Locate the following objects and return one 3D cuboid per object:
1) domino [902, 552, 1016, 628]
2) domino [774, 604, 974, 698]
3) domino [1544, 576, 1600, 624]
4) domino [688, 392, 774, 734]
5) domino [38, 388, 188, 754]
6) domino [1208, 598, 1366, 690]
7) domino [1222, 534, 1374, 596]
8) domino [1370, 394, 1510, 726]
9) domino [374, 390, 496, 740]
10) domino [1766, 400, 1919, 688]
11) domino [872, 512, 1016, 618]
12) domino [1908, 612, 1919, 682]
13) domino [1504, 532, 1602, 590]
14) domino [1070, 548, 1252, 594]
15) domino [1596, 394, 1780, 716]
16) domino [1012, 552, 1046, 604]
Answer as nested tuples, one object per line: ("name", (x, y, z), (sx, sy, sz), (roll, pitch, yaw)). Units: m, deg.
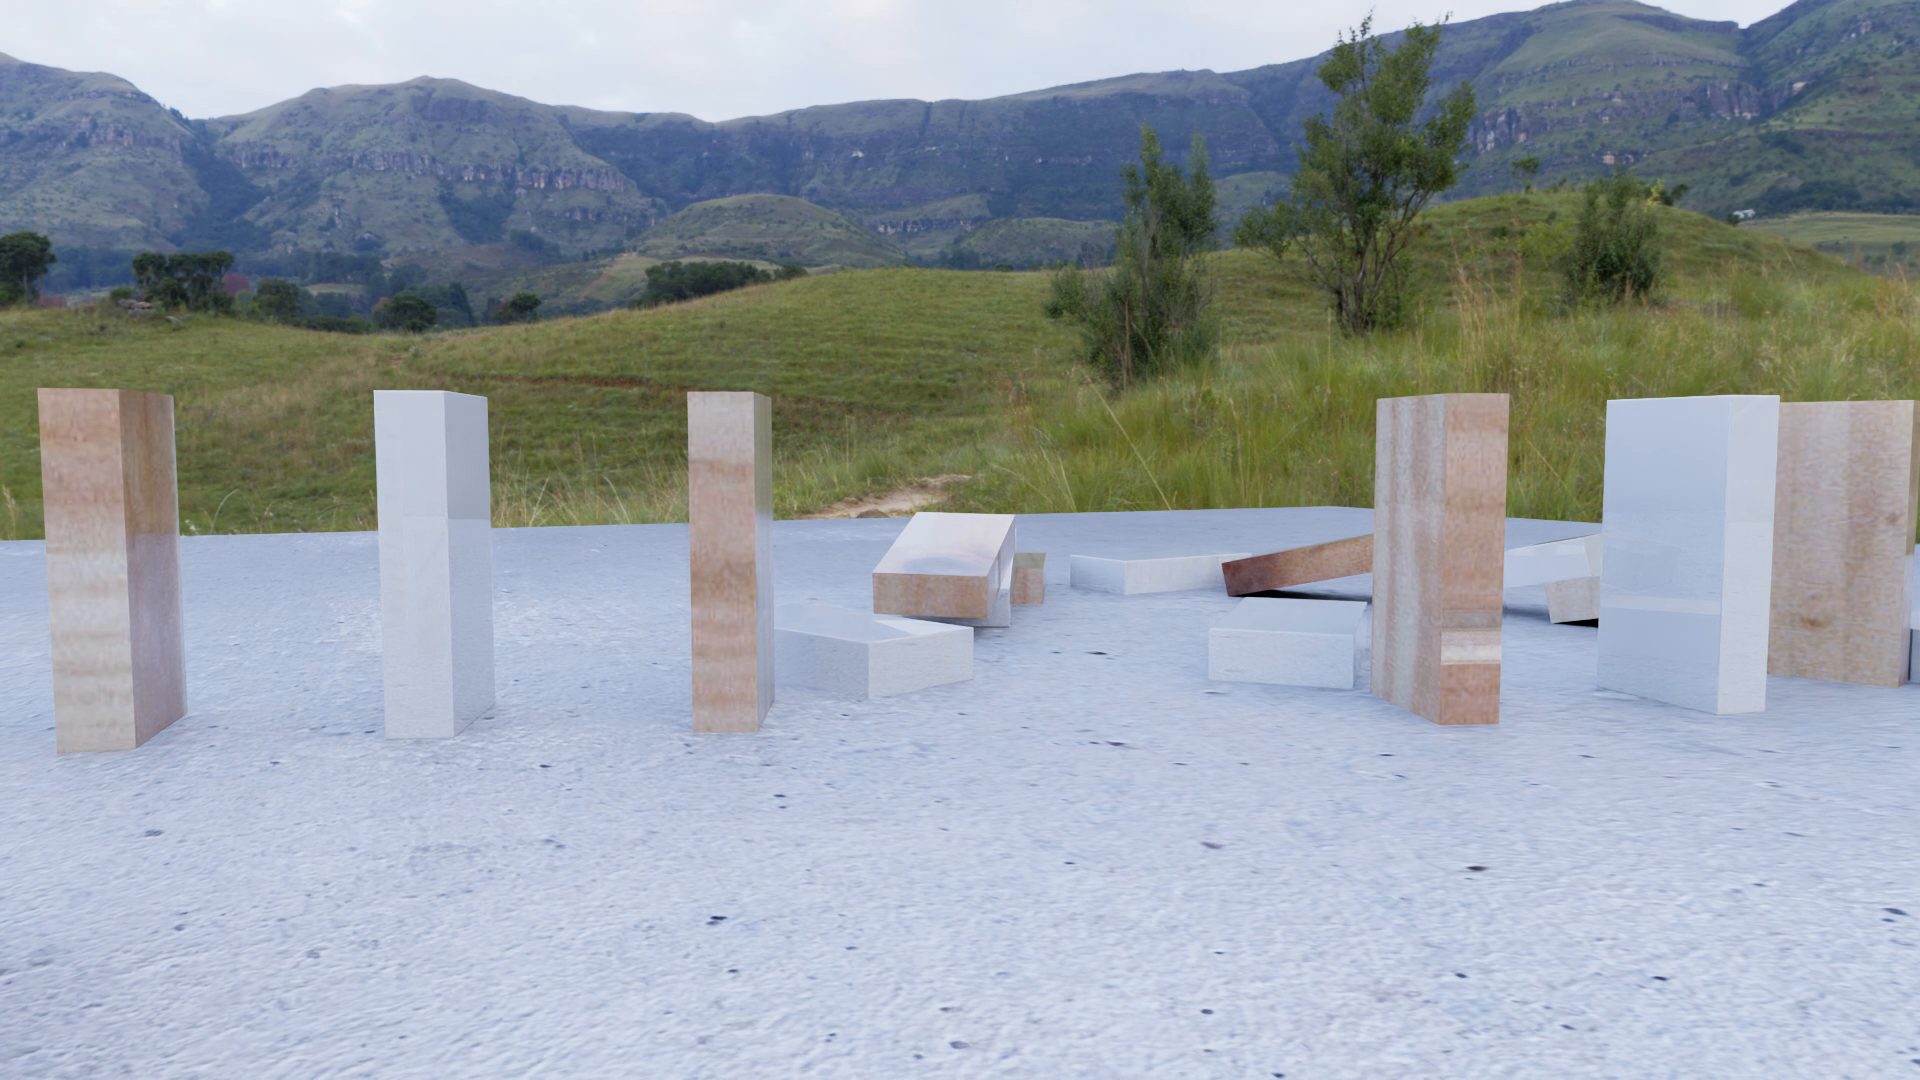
("domino", (0.001, 0.009, 0.321), (0.025, 0.009, 0.050), (0, 16, 4))
("domino", (-0.024, 0.020, 0.240), (0.050, 0.010, 0.025), (4, 6, 45))
("domino", (0.165, 0.011, 0.294), (0.025, 0.009, 0.050), (-4, -7, -40))
("domino", (-0.035, 0.003, 0.200), (0.009, 0.050, 0.025), (0, 4, -2))
("domino", (-0.123, 0.003, 0.188), (0.009, 0.050, 0.025), (-1, 4, -17))
("domino", (0.065, 0.019, 0.250), (0.025, 0.010, 0.050), (2, 5, 20))
("domino", (0.101, 0.006, 0.356), (0.050, 0.010, 0.025), (-12, -2, 30))
("domino", (0.076, 0.002, 0.205), (0.010, 0.050, 0.025), (0, 4, -6))
("domino", (-0.079, 0.003, 0.196), (0.009, 0.050, 0.025), (-1, 4, -7))
("domino", (0.158, 0.000, 0.234), (0.025, 0.050, 0.009), (4, 6, 44))
("domino", (-0.003, 0.005, 0.300), (0.025, 0.010, 0.050), (2, 17, 9))
("domino", (0.177, 0.019, 0.247), (0.025, 0.009, 0.050), (-2, 5, -21))
("domino", (0.138, 0.008, 0.330), (0.050, 0.010, 0.025), (-13, -5, 38))
("domino", (0.061, 0.009, 0.386), (0.050, 0.009, 0.025), (-3, 5, -33))
("domino", (0.120, 0.002, 0.213), (0.009, 0.050, 0.025), (-1, 4, -17))
("domino", (0.012, 0.010, 0.366), (0.025, 0.009, 0.050), (0, 4, 5))
